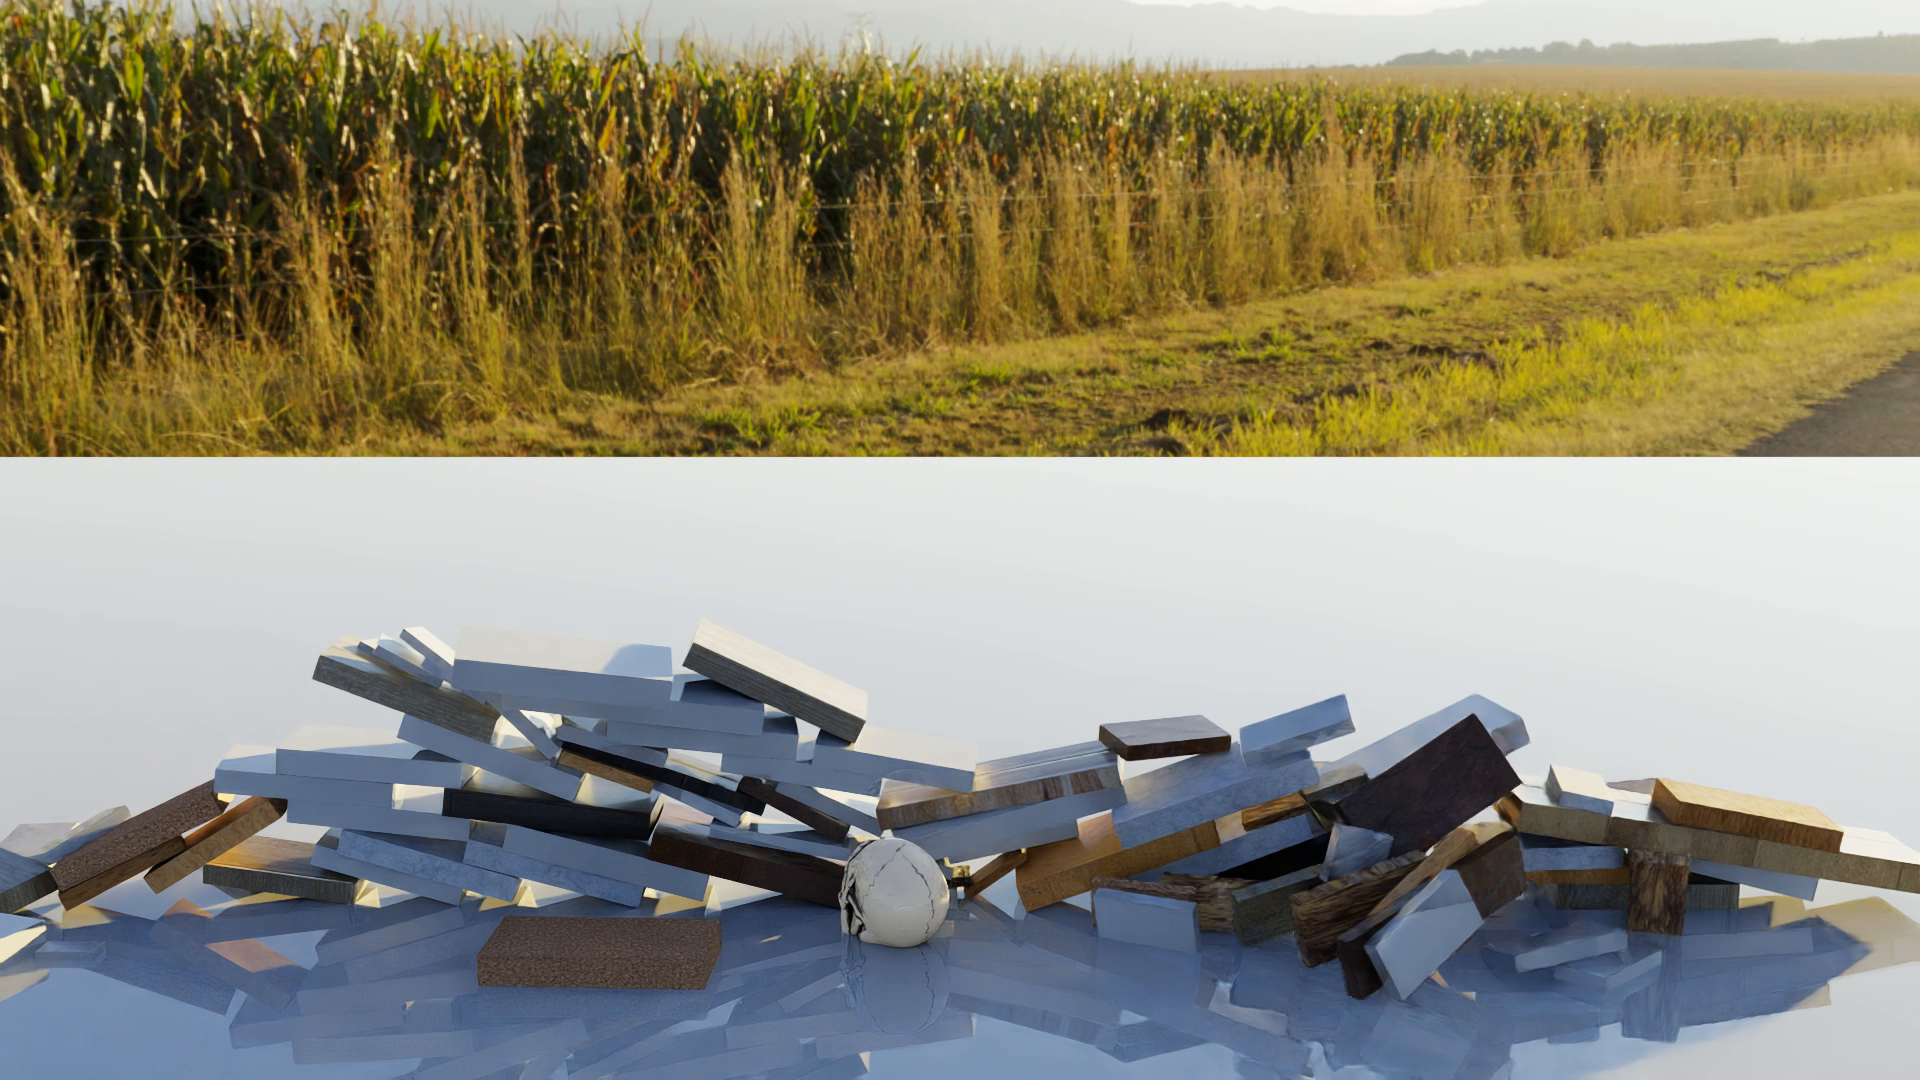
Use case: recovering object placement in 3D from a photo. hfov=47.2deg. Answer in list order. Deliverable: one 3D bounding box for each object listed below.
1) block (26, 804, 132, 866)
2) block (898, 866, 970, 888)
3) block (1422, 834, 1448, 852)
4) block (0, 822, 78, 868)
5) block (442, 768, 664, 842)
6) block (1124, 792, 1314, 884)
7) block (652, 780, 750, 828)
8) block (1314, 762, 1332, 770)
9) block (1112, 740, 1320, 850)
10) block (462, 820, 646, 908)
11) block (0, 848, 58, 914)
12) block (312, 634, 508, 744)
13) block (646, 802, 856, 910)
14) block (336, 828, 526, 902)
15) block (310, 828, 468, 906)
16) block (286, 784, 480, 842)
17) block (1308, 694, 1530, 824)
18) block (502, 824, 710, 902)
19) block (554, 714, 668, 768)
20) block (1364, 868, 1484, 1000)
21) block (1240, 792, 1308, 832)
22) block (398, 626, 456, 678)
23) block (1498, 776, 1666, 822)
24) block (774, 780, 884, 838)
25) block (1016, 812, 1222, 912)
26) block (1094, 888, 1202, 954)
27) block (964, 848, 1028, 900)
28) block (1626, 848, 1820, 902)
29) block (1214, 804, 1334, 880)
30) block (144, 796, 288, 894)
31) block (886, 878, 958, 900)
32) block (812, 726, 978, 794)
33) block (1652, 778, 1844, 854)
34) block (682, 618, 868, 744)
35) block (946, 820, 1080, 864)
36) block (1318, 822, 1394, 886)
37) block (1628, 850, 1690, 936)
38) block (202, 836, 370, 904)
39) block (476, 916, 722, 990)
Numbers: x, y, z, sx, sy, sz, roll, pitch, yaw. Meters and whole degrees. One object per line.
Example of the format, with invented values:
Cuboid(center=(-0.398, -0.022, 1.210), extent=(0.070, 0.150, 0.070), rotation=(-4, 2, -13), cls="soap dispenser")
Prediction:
Cuboid(center=(-1.475, 0.497, 3.680), extent=(0.080, 0.023, 0.159), rotation=(-15, 14, 42), cls="block")
Cuboid(center=(-0.043, 0.562, 3.669), extent=(0.119, 0.017, 0.059), rotation=(-2, 10, 2), cls="block")
Cuboid(center=(0.738, 0.468, 3.645), extent=(0.341, 0.048, 0.171), rotation=(-38, 11, 3), cls="block")
Cuboid(center=(-1.626, 0.541, 3.855), extent=(0.102, 0.029, 0.203), rotation=(-1, 11, -6), cls="block")
Cuboid(center=(-0.668, 0.429, 3.638), extent=(0.336, 0.048, 0.168), rotation=(7, 10, 0), cls="block")
Cuboid(center=(0.404, 0.499, 3.648), extent=(0.335, 0.047, 0.167), rotation=(-21, 15, 3), cls="block")
Cuboid(center=(-0.427, 0.426, 3.658), extent=(0.157, 0.022, 0.079), rotation=(24, 12, 7), cls="block")
Cuboid(center=(0.657, 0.446, 4.178), extent=(0.349, 0.049, 0.175), rotation=(0, -6, 0), cls="block")
Cuboid(center=(0.413, 0.401, 3.607), extent=(0.335, 0.047, 0.167), rotation=(-20, 15, 6), cls="block")
Cuboid(center=(-0.664, 0.531, 3.662), extent=(0.295, 0.042, 0.148), rotation=(15, 10, -3), cls="block")
Cuboid(center=(-1.631, 0.562, 3.633), extent=(0.282, 0.040, 0.141), rotation=(8, 26, 38), cls="block")
Cuboid(center=(-0.891, 0.243, 3.609), extent=(0.302, 0.043, 0.151), rotation=(21, 10, -2), cls="block")
Cuboid(center=(-0.342, 0.523, 3.660), extent=(0.336, 0.048, 0.168), rotation=(15, 10, -4), cls="block")
Cuboid(center=(-0.869, 0.518, 3.657), extent=(0.295, 0.042, 0.148), rotation=(16, 10, -3), cls="block")
Cuboid(center=(-0.938, 0.538, 3.662), extent=(0.251, 0.036, 0.126), rotation=(16, 10, -3), cls="block")
Cuboid(center=(-0.949, 0.442, 3.653), extent=(0.295, 0.042, 0.148), rotation=(6, 11, -3), cls="block")
Cuboid(center=(0.746, 0.364, 3.623), extent=(0.341, 0.048, 0.171), rotation=(-25, 13, -7), cls="block")
Cuboid(center=(-0.576, 0.509, 3.657), extent=(0.336, 0.048, 0.168), rotation=(15, 10, -3), cls="block")
Cuboid(center=(-0.573, 0.321, 3.611), extent=(0.183, 0.026, 0.091), rotation=(18, 12, -19), cls="block")
Cuboid(center=(0.685, 0.581, 3.246), extent=(0.192, 0.096, 0.027), rotation=(-36, 15, -28), cls="block")
Cuboid(center=(0.512, 0.441, 3.580), extent=(0.108, 0.015, 0.054), rotation=(-19, 15, 10), cls="block")
Cuboid(center=(-0.853, 0.184, 3.594), extent=(0.120, 0.017, 0.060), rotation=(35, 9, 11), cls="block")
Cuboid(center=(1.091, 0.468, 3.858), extent=(0.155, 0.044, 0.310), rotation=(-3, -14, -16), cls="block")
Cuboid(center=(-0.218, 0.430, 3.688), extent=(0.196, 0.028, 0.098), rotation=(26, 11, -13), cls="block")
Cuboid(center=(0.257, 0.506, 3.639), extent=(0.335, 0.047, 0.167), rotation=(-20, 15, 6), cls="block")
Cuboid(center=(0.292, 0.592, 3.424), extent=(0.164, 0.082, 0.023), rotation=(5, 31, 26), cls="block")
Cuboid(center=(0.059, 0.549, 3.660), extent=(0.119, 0.017, 0.059), rotation=(-36, 8, 7), cls="block")
Cuboid(center=(1.265, 0.524, 3.667), extent=(0.297, 0.042, 0.149), rotation=(13, 11, 13), cls="block")
Cuboid(center=(0.528, 0.502, 3.654), extent=(0.341, 0.048, 0.171), rotation=(-21, 15, 1), cls="block")
Cuboid(center=(-1.221, 0.486, 3.645), extent=(0.251, 0.036, 0.126), rotation=(-31, 13, 6), cls="block")
Cuboid(center=(-0.064, 0.581, 3.671), extent=(0.119, 0.017, 0.059), rotation=(0, 11, -1), cls="block")
Cuboid(center=(-0.106, 0.356, 3.639), extent=(0.264, 0.037, 0.132), rotation=(10, 14, 0), cls="block")
Cuboid(center=(1.284, 0.449, 3.593), extent=(0.268, 0.038, 0.134), rotation=(11, 10, 0), cls="block")
Cuboid(center=(-0.303, 0.232, 3.646), extent=(0.309, 0.044, 0.154), rotation=(25, 11, -7), cls="block")
Cuboid(center=(0.079, 0.489, 3.685), extent=(0.221, 0.031, 0.111), rotation=(-11, 11, -8), cls="block")
Cuboid(center=(0.603, 0.536, 3.406), extent=(0.091, 0.182, 0.026), rotation=(14, 1, -15), cls="block")
Cuboid(center=(1.093, 0.553, 3.443), extent=(0.084, 0.167, 0.024), rotation=(3, 42, 16), cls="block")
Cuboid(center=(-1.116, 0.547, 3.672), extent=(0.251, 0.036, 0.126), rotation=(8, 17, 0), cls="block")
Cuboid(center=(-0.544, 0.626, 3.343), extent=(0.338, 0.048, 0.169), rotation=(0, 11, 3), cls="block")
